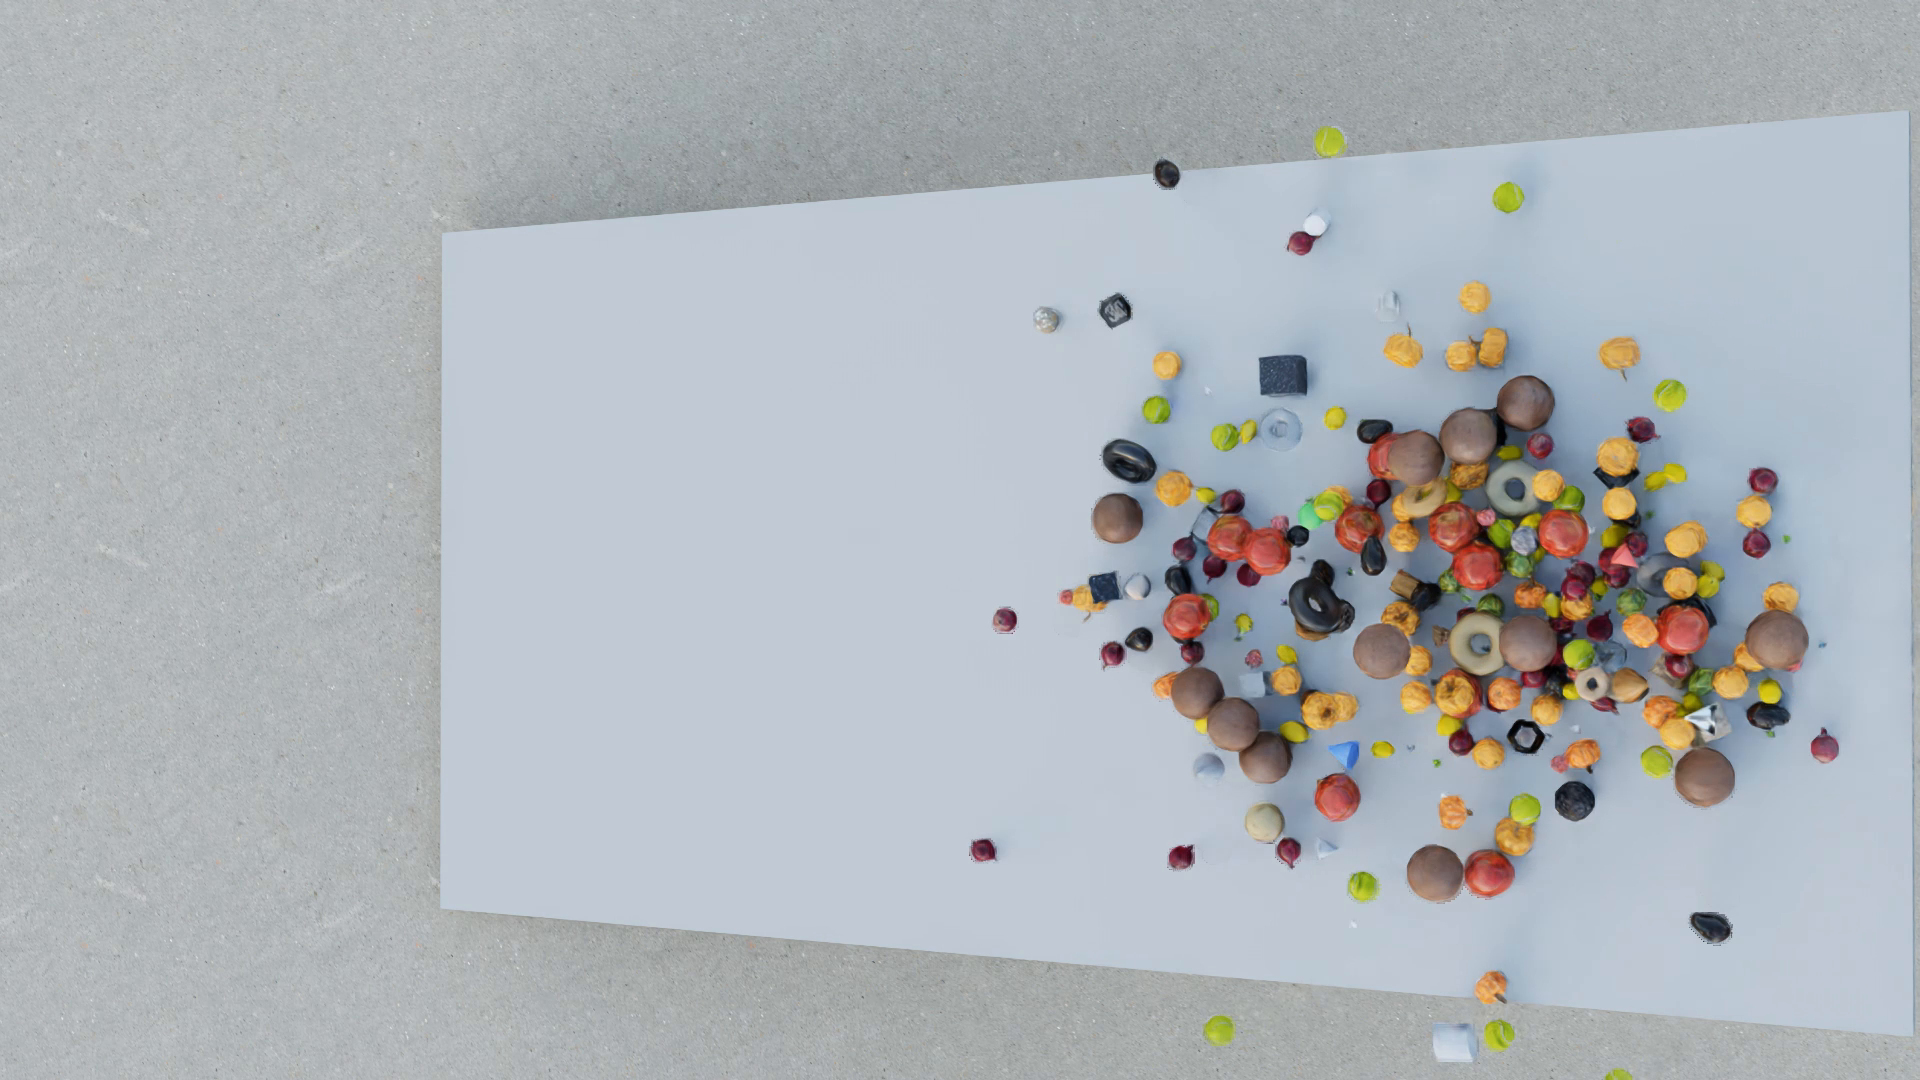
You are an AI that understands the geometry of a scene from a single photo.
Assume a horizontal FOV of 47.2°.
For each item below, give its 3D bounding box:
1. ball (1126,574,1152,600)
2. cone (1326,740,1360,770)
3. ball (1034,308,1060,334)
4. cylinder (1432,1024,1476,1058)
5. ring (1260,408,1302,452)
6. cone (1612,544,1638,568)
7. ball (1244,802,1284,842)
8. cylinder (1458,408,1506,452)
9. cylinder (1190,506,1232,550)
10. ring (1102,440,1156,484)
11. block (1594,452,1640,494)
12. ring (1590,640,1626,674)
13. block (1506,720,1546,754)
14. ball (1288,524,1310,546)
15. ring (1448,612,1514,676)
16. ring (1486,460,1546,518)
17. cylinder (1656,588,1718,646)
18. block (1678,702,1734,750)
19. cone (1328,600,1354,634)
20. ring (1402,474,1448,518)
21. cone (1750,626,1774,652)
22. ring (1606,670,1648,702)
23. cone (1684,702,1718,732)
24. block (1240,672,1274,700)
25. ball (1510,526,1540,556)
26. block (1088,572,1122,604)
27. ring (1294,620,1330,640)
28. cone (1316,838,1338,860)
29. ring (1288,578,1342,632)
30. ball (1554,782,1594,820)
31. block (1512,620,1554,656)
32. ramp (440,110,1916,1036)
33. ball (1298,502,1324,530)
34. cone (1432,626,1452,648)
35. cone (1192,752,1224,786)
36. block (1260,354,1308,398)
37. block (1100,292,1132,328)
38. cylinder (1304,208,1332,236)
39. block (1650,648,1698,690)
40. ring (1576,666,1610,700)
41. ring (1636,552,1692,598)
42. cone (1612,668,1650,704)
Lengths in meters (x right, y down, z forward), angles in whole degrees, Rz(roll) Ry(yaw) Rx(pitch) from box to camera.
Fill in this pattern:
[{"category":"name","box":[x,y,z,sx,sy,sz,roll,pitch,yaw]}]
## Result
[{"category":"ball","box":[0.446,0.117,5.501,0.065,0.065,0.065,0,89,0]},{"category":"cone","box":[0.899,0.499,5.209,0.072,0.072,0.072,15,89,30]},{"category":"ball","box":[0.221,-0.561,5.619,0.065,0.065,0.065,0,89,0]},{"category":"cylinder","box":[1.157,1.171,5.142,0.082,0.082,0.082,-7,89,26]},{"category":"ring","box":[0.781,-0.268,5.357,0.109,0.036,0.109,0,91,26]},{"category":"cone","box":[1.476,0.044,4.857,0.052,0.052,0.052,39,90,8]},{"category":"ball","box":[0.736,0.682,5.317,0.096,0.096,0.096,0,89,0]},{"category":"cylinder","box":[1.213,-0.257,5.113,0.090,0.090,0.090,-7,89,26]},{"category":"cylinder","box":[0.616,-0.031,5.412,0.077,0.077,0.077,32,106,0]},{"category":"ring","box":[0.422,-0.195,5.484,0.143,0.143,0.048,28,61,0]},{"category":"block","box":[1.489,-0.154,4.990,0.066,0.066,0.066,-48,71,18]},{"category":"ring","box":[1.471,0.267,4.997,0.088,0.088,0.029,-45,126,0]},{"category":"block","box":[1.298,0.452,5.044,0.053,0.053,0.053,49,65,-26]},{"category":"ball","box":[0.804,-0.010,5.222,0.052,0.052,0.052,0,89,0]},{"category":"ring","box":[1.202,0.239,5.074,0.148,0.049,0.148,0,90,25]},{"category":"ring","box":[1.282,-0.118,5.075,0.136,0.045,0.136,1,93,16]},{"category":"cylinder","box":[1.622,0.171,4.906,0.093,0.093,0.093,-34,89,22]},{"category":"block","box":[1.655,0.411,4.880,0.071,0.071,0.071,-21,76,-12]},{"category":"cone","box":[0.890,0.171,5.287,0.086,0.086,0.086,-7,111,-19]},{"category":"ring","box":[1.085,-0.104,5.131,0.114,0.114,0.038,-48,126,0]},{"category":"cone","box":[1.784,0.226,4.862,0.052,0.052,0.052,-31,101,0]},{"category":"ring","box":[1.499,0.330,4.960,0.106,0.106,0.035,-2,120,0]},{"category":"cone","box":[1.622,0.392,4.824,0.067,0.067,0.067,-6,89,30]},{"category":"block","box":[0.723,0.354,5.365,0.059,0.059,0.059,-10,85,26]},{"category":"ball","box":[1.283,0.001,4.992,0.068,0.068,0.068,0,89,0]},{"category":"block","box":[0.356,0.117,5.377,0.066,0.066,0.066,-12,86,8]},{"category":"ring","box":[0.848,0.211,5.288,0.089,0.089,0.030,3,122,0]},{"category":"cone","box":[0.887,0.745,5.299,0.054,0.054,0.054,1,89,0]},{"category":"ring","box":[0.835,0.153,5.179,0.141,0.047,0.141,17,52,-22]},{"category":"ball","box":[1.400,0.595,5.012,0.090,0.090,0.090,0,89,0]},{"category":"block","box":[1.322,0.226,5.070,0.061,0.061,0.061,47,108,22]},{"category":"ramp","box":[0.280,0.080,5.675,4.000,0.100,2.000,0,89,26]},{"category":"ball","box":[0.830,-0.057,5.195,0.063,0.063,0.063,0,89,0]},{"category":"cone","box":[1.147,0.222,5.177,0.056,0.056,0.056,-10,89,-1]},{"category":"cone","box":[0.598,0.569,5.410,0.084,0.084,0.084,0,89,26]},{"category":"block","box":[0.784,-0.397,5.326,0.091,0.091,0.091,-2,88,26]},{"category":"block","box":[0.389,-0.575,5.512,0.055,0.055,0.055,-26,118,26]},{"category":"cylinder","box":[0.860,-0.765,5.291,0.053,0.053,0.053,13,123,21]},{"category":"block","box":[1.599,0.289,4.924,0.064,0.064,0.064,42,107,35]},{"category":"ring","box":[1.412,0.321,4.910,0.077,0.026,0.077,0,90,-2]},{"category":"ring","box":[1.578,0.079,4.929,0.120,0.040,0.120,5,128,6]},{"category":"cone","box":[1.503,0.322,4.870,0.079,0.079,0.079,1,86,-19]}]
